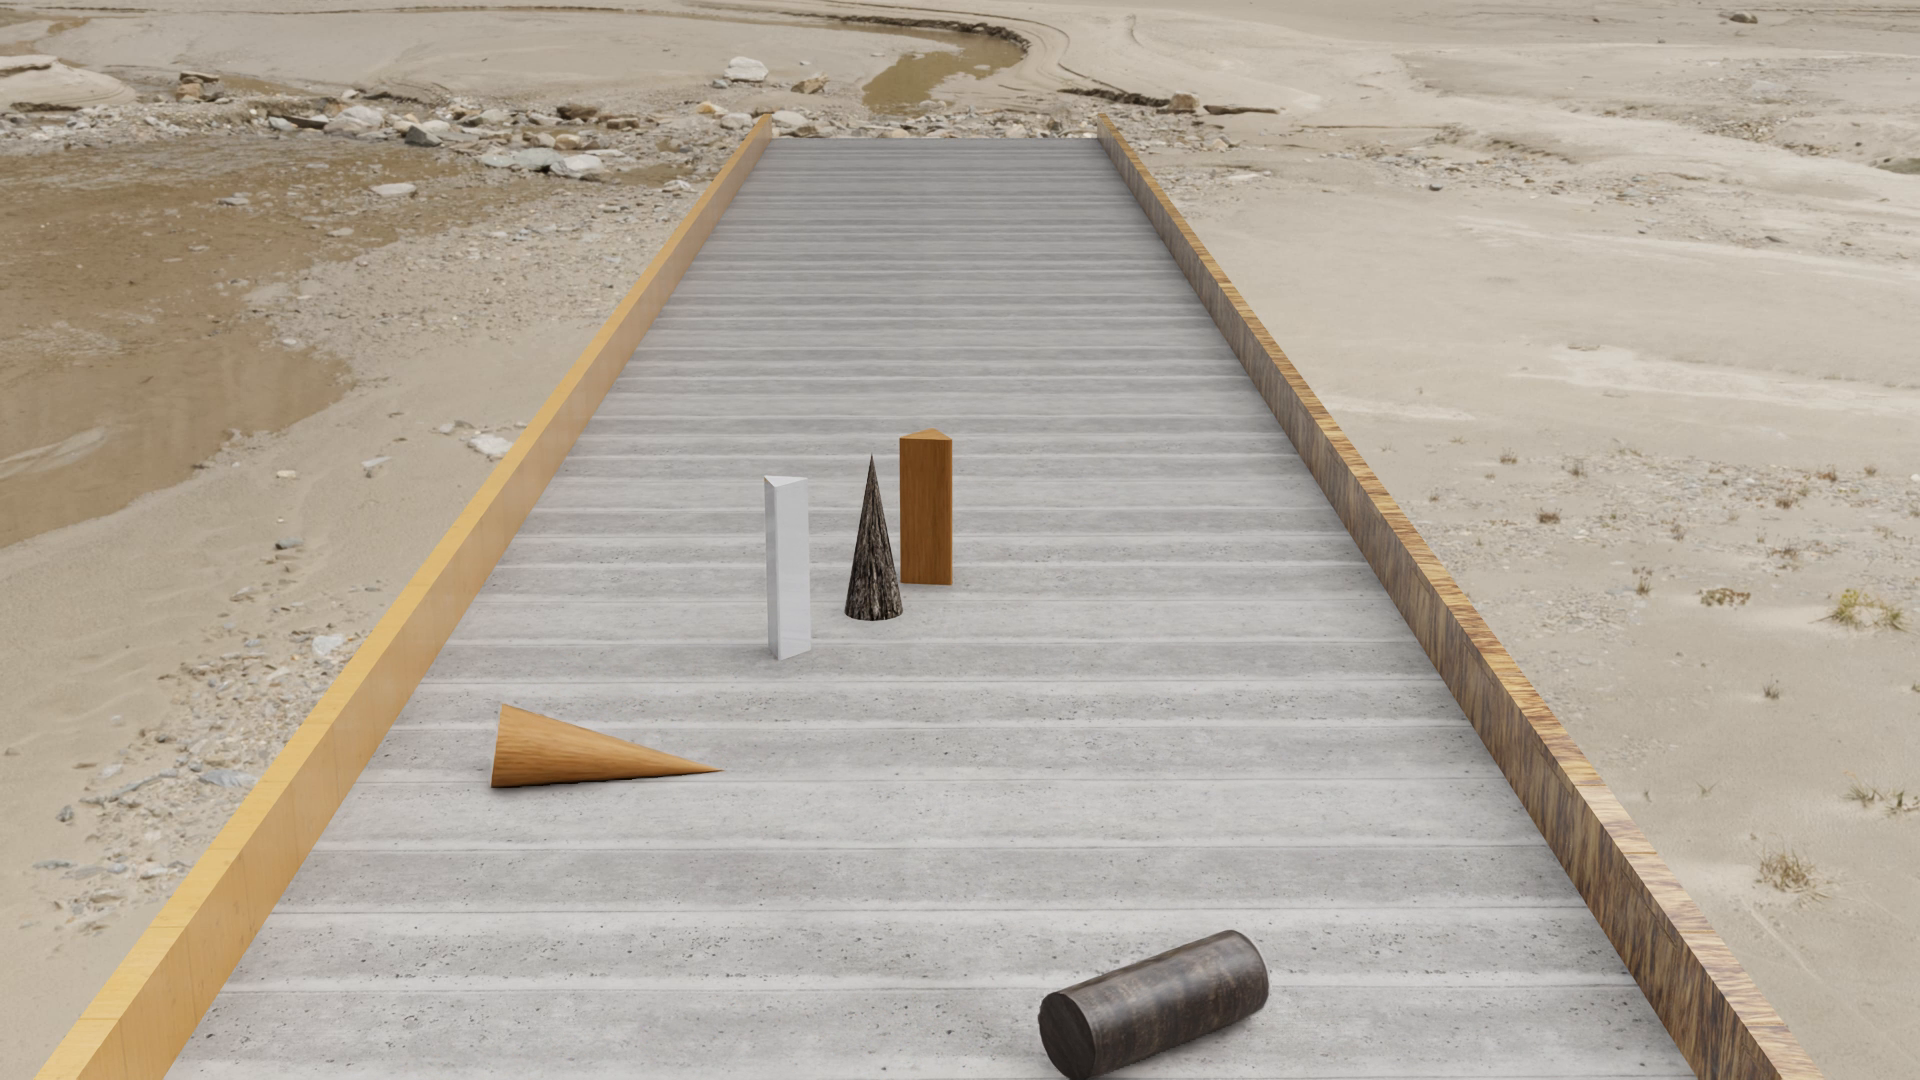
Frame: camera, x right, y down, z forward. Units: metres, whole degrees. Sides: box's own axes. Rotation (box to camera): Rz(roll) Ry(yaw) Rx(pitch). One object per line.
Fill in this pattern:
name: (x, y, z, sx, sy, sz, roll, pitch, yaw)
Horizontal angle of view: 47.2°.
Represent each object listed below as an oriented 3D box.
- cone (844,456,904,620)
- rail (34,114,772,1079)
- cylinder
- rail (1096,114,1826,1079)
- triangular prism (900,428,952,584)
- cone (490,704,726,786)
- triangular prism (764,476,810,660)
cone: (-0.185, -0.016, 4.662, 0.126, 0.353, 0.126, 0, 17, 0)
rail: (-1.118, -0.838, 7.780, 0.050, 0.150, 12.000, 0, 17, -1)
cylinder: (0.261, 0.619, 2.939, 0.303, 0.118, 0.118, -12, 20, -34)
rail: (0.932, -0.844, 7.801, 0.050, 0.150, 12.000, 0, 17, -1)
triangular prism: (-0.068, -0.076, 4.898, 0.115, 0.332, 0.100, 2, 17, 8)
cone: (-0.605, 0.379, 3.826, 0.398, 0.144, 0.144, 8, 15, -10)
triangular prism: (-0.361, 0.052, 4.420, 0.076, 0.361, 0.088, 14, 22, 40)
